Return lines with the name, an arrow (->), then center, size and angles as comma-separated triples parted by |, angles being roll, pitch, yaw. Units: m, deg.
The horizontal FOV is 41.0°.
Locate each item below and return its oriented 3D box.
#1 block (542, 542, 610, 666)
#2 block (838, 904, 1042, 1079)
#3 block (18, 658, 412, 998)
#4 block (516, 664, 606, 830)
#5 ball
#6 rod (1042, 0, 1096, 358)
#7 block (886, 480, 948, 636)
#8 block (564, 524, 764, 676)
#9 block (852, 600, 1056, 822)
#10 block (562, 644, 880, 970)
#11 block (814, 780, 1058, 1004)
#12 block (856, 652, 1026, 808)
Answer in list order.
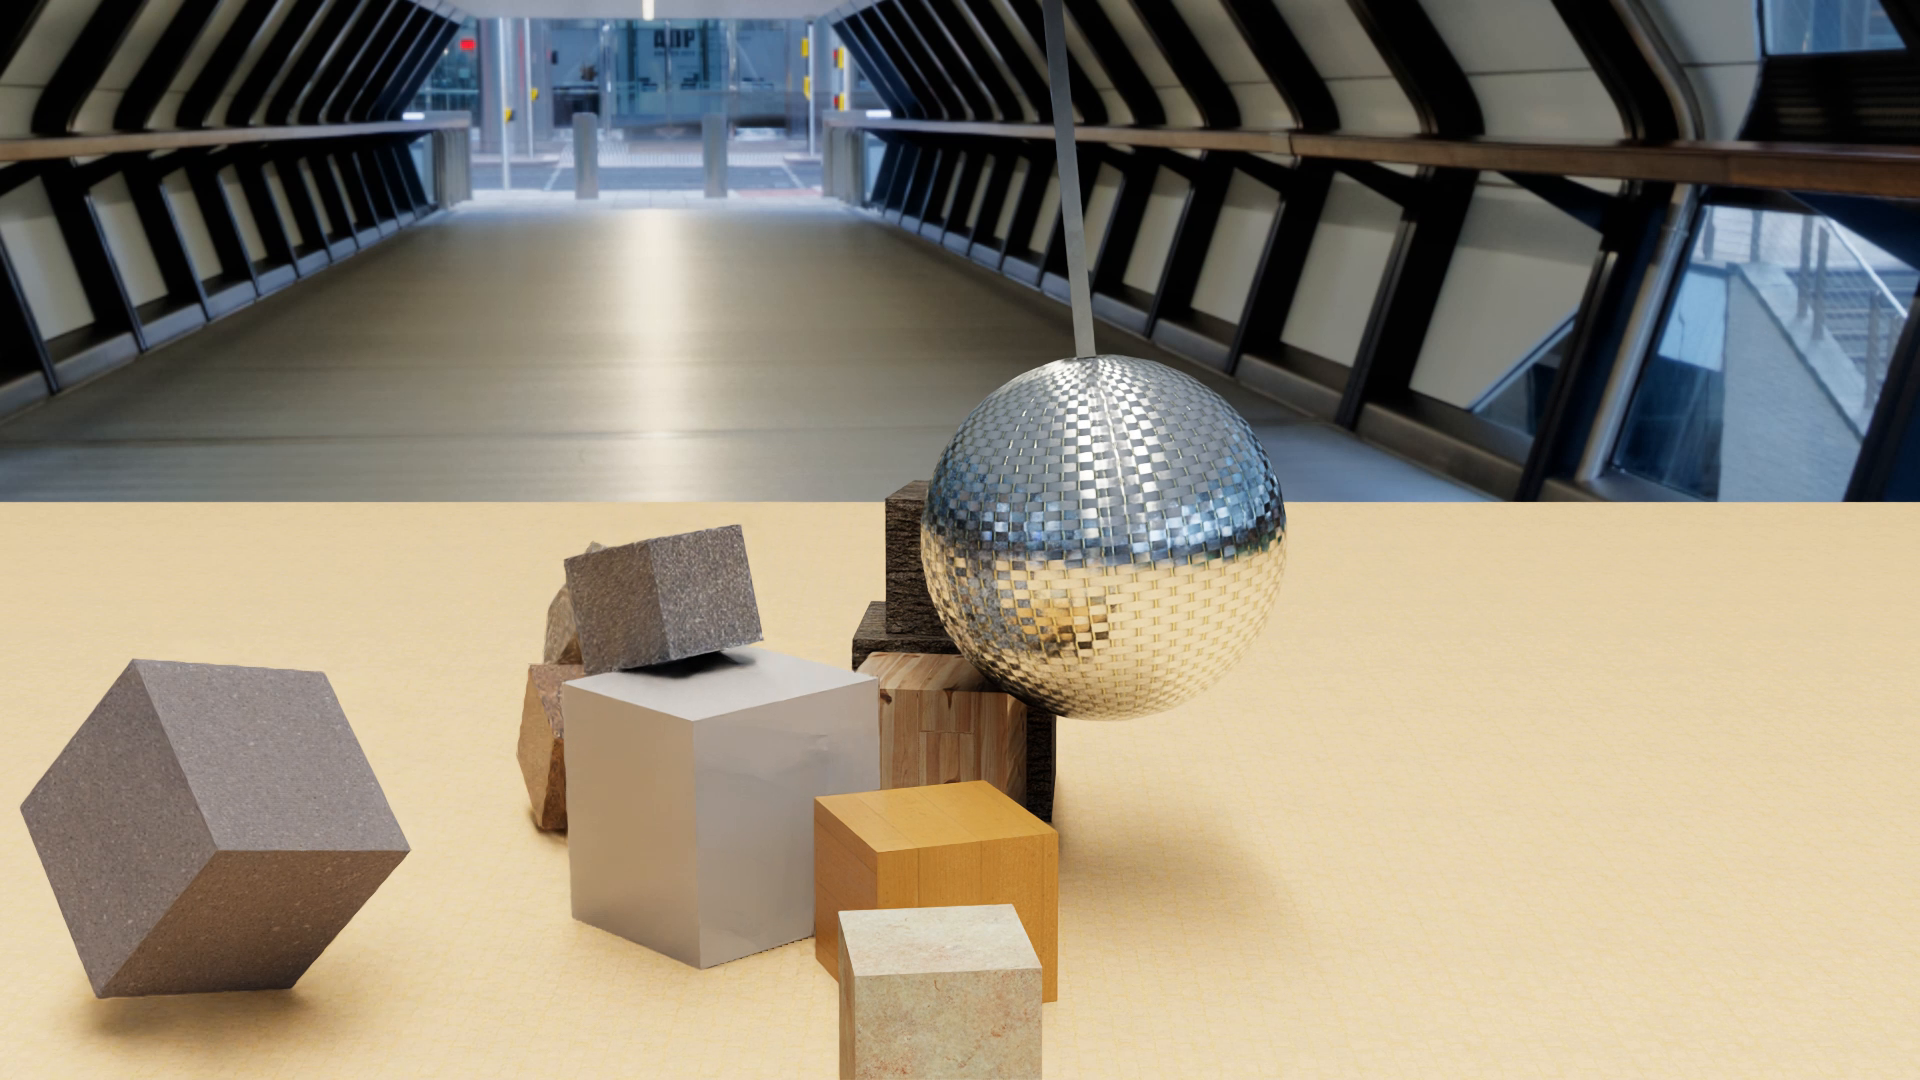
block -> -1.703, 0.435, 12.670 | 0.517, 0.566, 0.497 | 19, 46, -22
block -> -0.078, 1.653, 8.772 | 0.618, 0.608, 0.663 | -1, 10, -7
block -> -2.809, 1.087, 9.667 | 0.869, 0.867, 0.881 | 9, 41, -52
block -> -1.706, 0.969, 12.139 | 0.620, 0.527, 0.580 | 0, 32, -22
ball -> 0.626, -0.008, 11.179 | 1.600, 1.600, 1.600 | 0, 10, 0
rod -> 0.271, -3.335, 10.574 | 0.080, 5.200, 0.080 | -6, 10, 1
block -> 0.018, 0.087, 12.380 | 0.631, 0.650, 0.584 | 2, 11, 12
block -> -1.266, 0.257, 10.948 | 0.568, 0.509, 0.526 | -12, -1, 43
block -> -0.009, 0.824, 12.589 | 0.944, 0.875, 0.902 | 1, 10, 4
block -> -0.988, 1.082, 10.716 | 0.964, 1.022, 0.885 | -11, 15, -42
block -> -0.103, 1.395, 10.014 | 0.725, 0.672, 0.784 | -4, 11, -20
block -> -0.104, 1.003, 11.752 | 0.736, 0.821, 0.715 | 2, 10, 8
